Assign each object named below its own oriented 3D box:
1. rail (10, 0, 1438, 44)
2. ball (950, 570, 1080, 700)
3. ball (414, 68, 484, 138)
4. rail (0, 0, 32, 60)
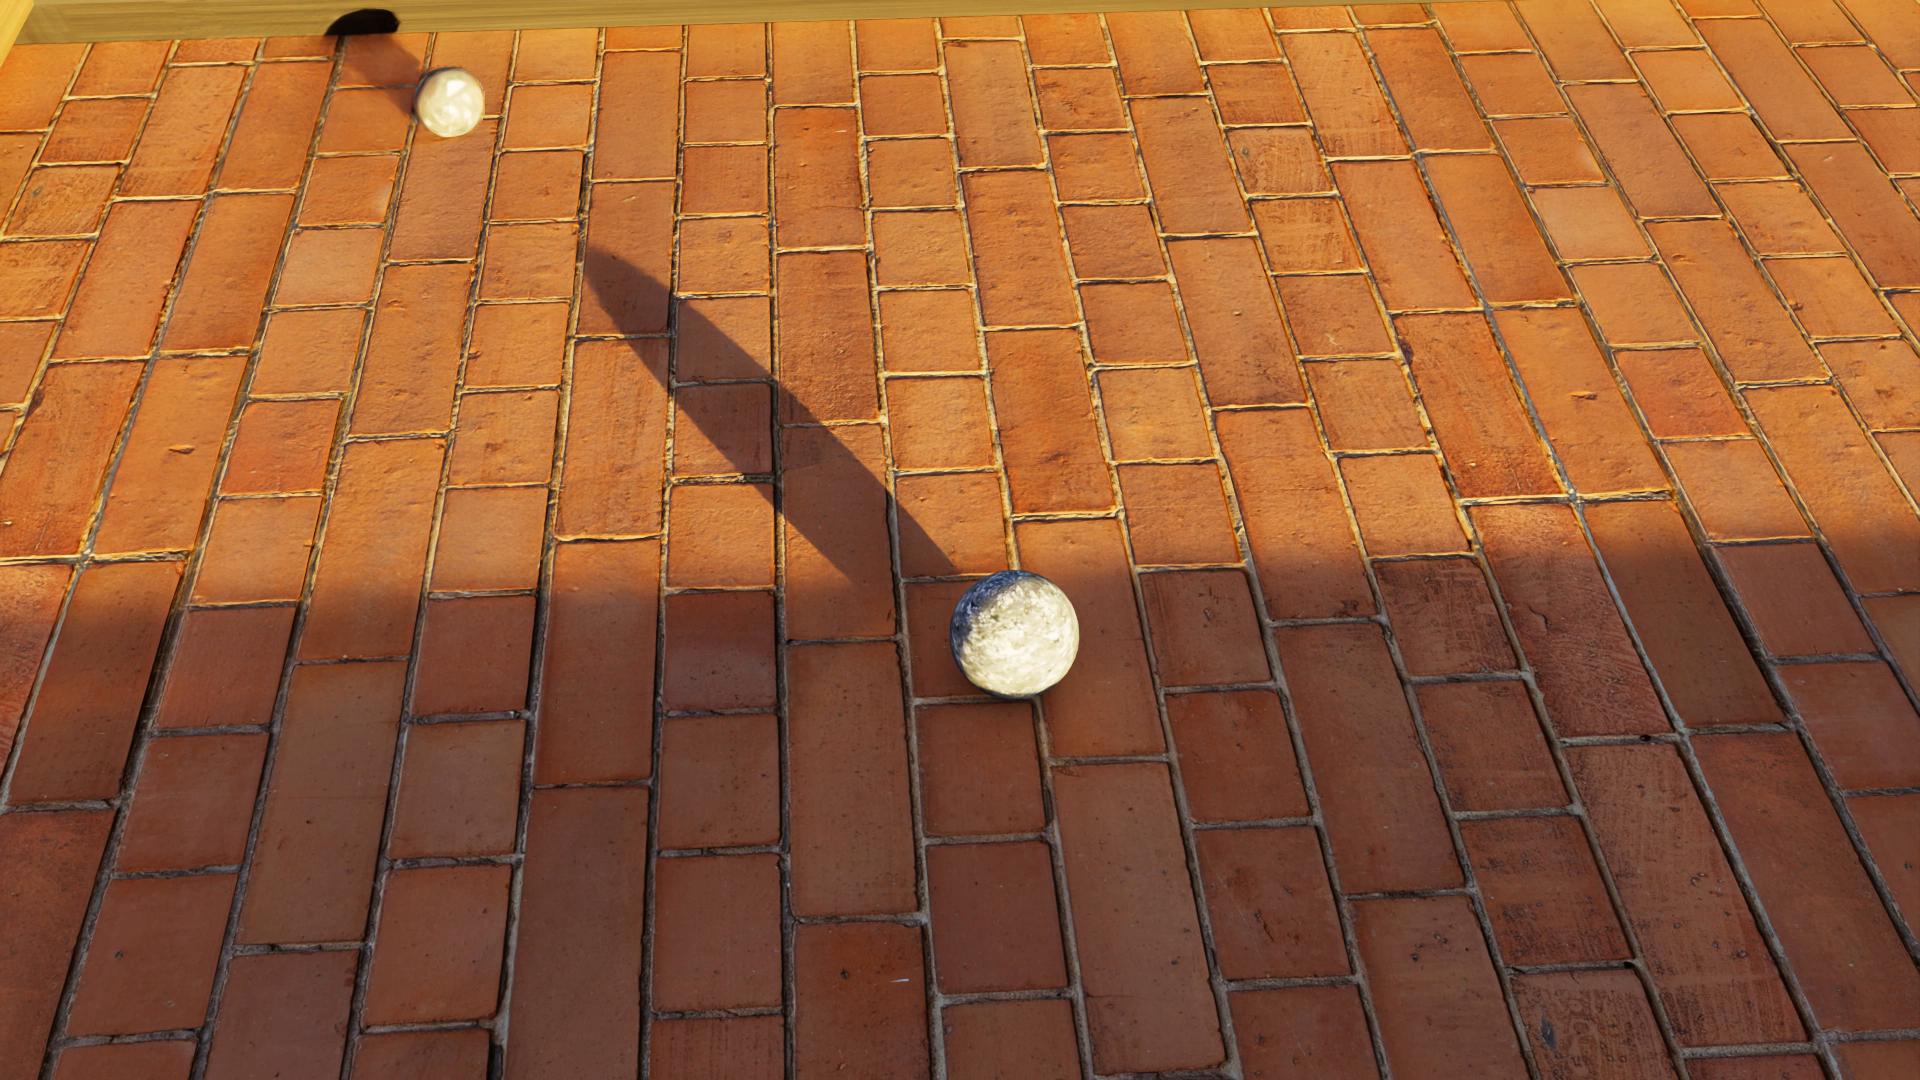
[{"bbox_3d":[0.746,-0.553,2.367,3.230,0.121,0.045,-2,36,-3],"label":"rail"},{"bbox_3d":[0.033,0.058,1.565,0.080,0.080,0.080,0,36,0],"label":"ball"},{"bbox_3d":[-0.432,-0.370,2.171,0.059,0.059,0.059,0,36,0],"label":"ball"},{"bbox_3d":[-0.782,0.009,1.595,0.045,0.121,1.741,-2,36,-3],"label":"rail"}]
